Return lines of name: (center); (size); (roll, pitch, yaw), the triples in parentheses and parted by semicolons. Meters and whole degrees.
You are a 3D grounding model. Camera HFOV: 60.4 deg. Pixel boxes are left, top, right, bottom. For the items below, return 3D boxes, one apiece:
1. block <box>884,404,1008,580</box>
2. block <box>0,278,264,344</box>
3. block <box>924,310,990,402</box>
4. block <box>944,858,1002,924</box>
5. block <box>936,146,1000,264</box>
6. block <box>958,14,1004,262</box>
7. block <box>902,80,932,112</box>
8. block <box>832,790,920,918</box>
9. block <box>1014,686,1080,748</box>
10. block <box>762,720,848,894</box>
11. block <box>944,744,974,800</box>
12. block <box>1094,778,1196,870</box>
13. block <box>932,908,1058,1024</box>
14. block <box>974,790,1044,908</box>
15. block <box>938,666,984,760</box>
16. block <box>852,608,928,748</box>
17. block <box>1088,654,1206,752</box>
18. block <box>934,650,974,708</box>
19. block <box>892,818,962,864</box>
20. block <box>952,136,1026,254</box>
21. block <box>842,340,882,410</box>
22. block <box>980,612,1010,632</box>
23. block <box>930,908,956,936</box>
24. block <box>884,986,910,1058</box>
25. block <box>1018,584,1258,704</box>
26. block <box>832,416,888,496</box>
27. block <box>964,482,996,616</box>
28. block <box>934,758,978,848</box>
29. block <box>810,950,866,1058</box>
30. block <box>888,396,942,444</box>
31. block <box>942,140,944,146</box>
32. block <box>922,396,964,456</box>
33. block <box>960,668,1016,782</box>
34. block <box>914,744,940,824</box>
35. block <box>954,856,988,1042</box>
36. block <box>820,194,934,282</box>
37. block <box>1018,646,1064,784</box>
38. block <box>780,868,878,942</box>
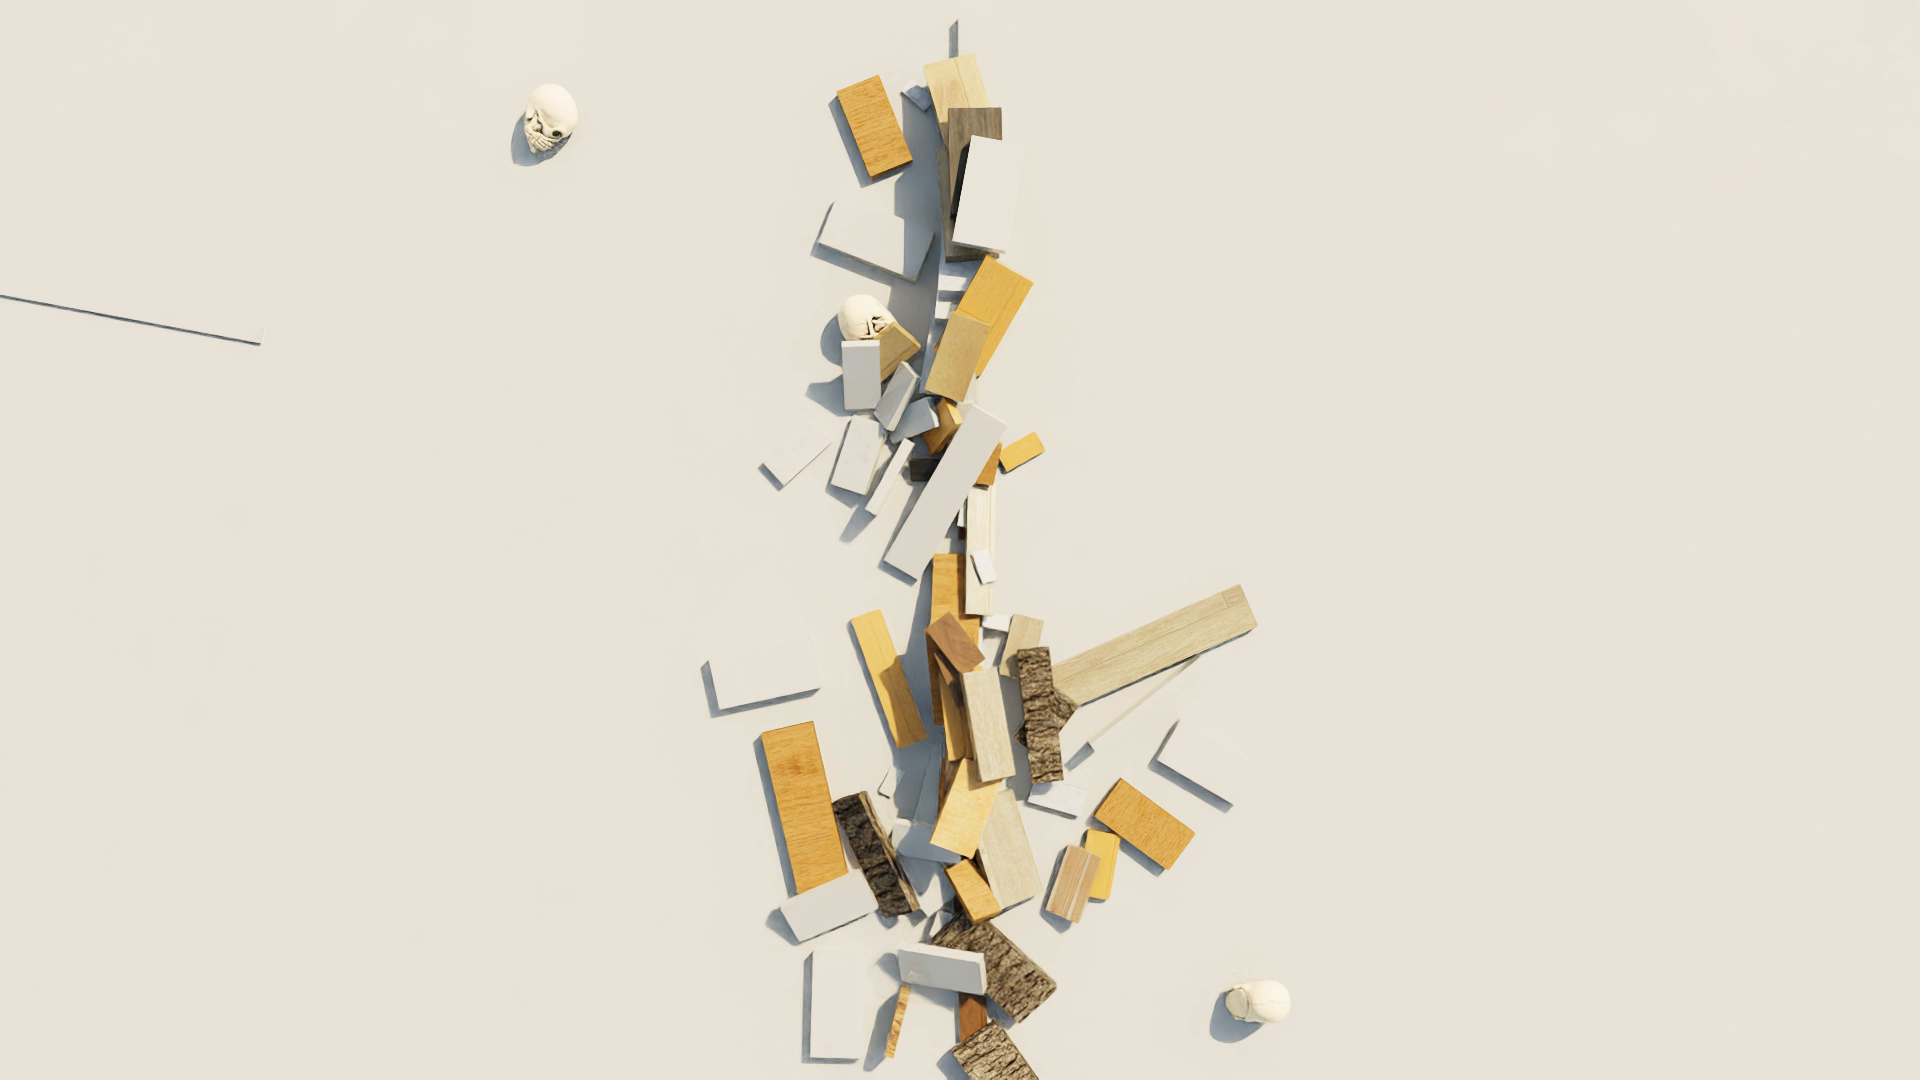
block: (-0.047, -0.155, 5.403); (0.132, 0.037, 0.600); (30, 105, 0)
block: (-2.900, -0.789, 5.493); (1.170, 0.015, 0.052); (11, 90, 0)
block: (-0.008, -0.585, 5.269); (0.132, 0.037, 0.264); (19, 109, -4)
block: (0.040, 1.145, 5.390); (0.103, 0.029, 0.206); (-16, 57, -26)
block: (0.024, -1.093, 5.337); (0.174, 0.049, 0.393); (-5, 74, 0)
block: (0.071, -1.228, 5.479); (0.152, 0.043, 1.023); (0, 90, 0)
block: (-0.139, -1.479, 5.493); (0.104, 0.015, 0.052); (42, 90, 0)
block: (-0.277, 1.037, 5.434); (0.143, 0.041, 0.423); (-24, 91, 43)
block: (0.285, 0.599, 5.441); (0.108, 0.031, 0.217); (37, 90, 0)
block: (-0.510, 0.896, 5.476); (0.172, 0.049, 0.565); (-13, 90, 0)
block: (0.022, 0.750, 5.308); (0.144, 0.041, 0.287); (3, 78, -3)
block: (0.612, 0.943, 5.478); (0.305, 0.043, 0.153); (36, 90, 0)
block: (0.114, 1.394, 5.427); (0.404, 0.050, 0.176); (43, 101, -7)
block: (0.139, 1.021, 5.442); (0.176, 0.050, 0.353); (-17, 90, -24)
block: (0.019, 0.554, 5.288); (0.144, 0.041, 0.287); (-7, 84, 0)
block: (-0.235, 0.460, 5.485); (0.103, 0.029, 0.459); (-20, 90, 0)
block: (0.617, 0.537, 5.446); (0.465, 0.108, 0.031); (-39, 90, 0)
block: (-0.003, 0.430, 5.263); (0.095, 0.027, 0.191); (-22, 79, -3)
block: (-0.107, 0.988, 5.411); (0.233, 0.033, 0.117); (9, 111, 2)
block: (0.091, -1.093, 5.223); (0.172, 0.049, 0.344); (10, 86, -2)
block: (-0.322, -0.541, 5.408); (0.121, 0.034, 0.242); (-2, 129, -3)
block: (0.116, 0.269, 5.458); (0.108, 0.015, 0.054); (14, 70, -30)
block: (-0.001, 1.294, 5.461); (0.181, 0.026, 0.090); (20, 89, 0)
block: (-0.207, 1.590, 5.447); (0.030, 0.106, 0.212); (14, 90, 0)
block: (0.591, 0.376, 5.478); (0.800, 0.043, 0.153); (-24, 90, 0)
block: (-0.331, -0.281, 5.469); (0.121, 0.034, 0.242); (18, 90, 14)
block: (0.066, 0.027, 5.430); (0.095, 0.027, 0.445); (4, 78, -14)
block: (0.000, 0.850, 5.326); (0.139, 0.039, 0.277); (5, 77, -2)
block: (-0.404, 1.539, 5.476); (0.172, 0.049, 0.345); (2, 90, 0)
block: (-0.158, -0.394, 5.422); (0.204, 0.029, 0.102); (-17, 90, 41)
block: (0.018, -1.269, 5.436); (0.152, 0.043, 0.303); (1, 90, 0)
block: (-0.062, -0.373, 5.396); (0.029, 0.204, 0.102); (-12, 69, -32)
block: (0.087, 0.582, 5.209); (0.117, 0.033, 0.343); (-8, 86, -22)
block: (-0.054, 0.826, 5.457); (0.139, 0.039, 0.277); (14, 80, 0)
block: (0.028, 1.267, 5.487); (0.090, 0.026, 0.818); (-3, 90, 0)
block: (-0.275, -1.003, 5.476); (0.344, 0.049, 0.172); (21, 90, 0)
block: (0.264, 0.573, 5.411); (0.106, 0.030, 0.441); (-6, 90, 0)
block: (-0.431, 1.207, 5.445); (0.286, 0.041, 0.143); (-24, 111, 4)
